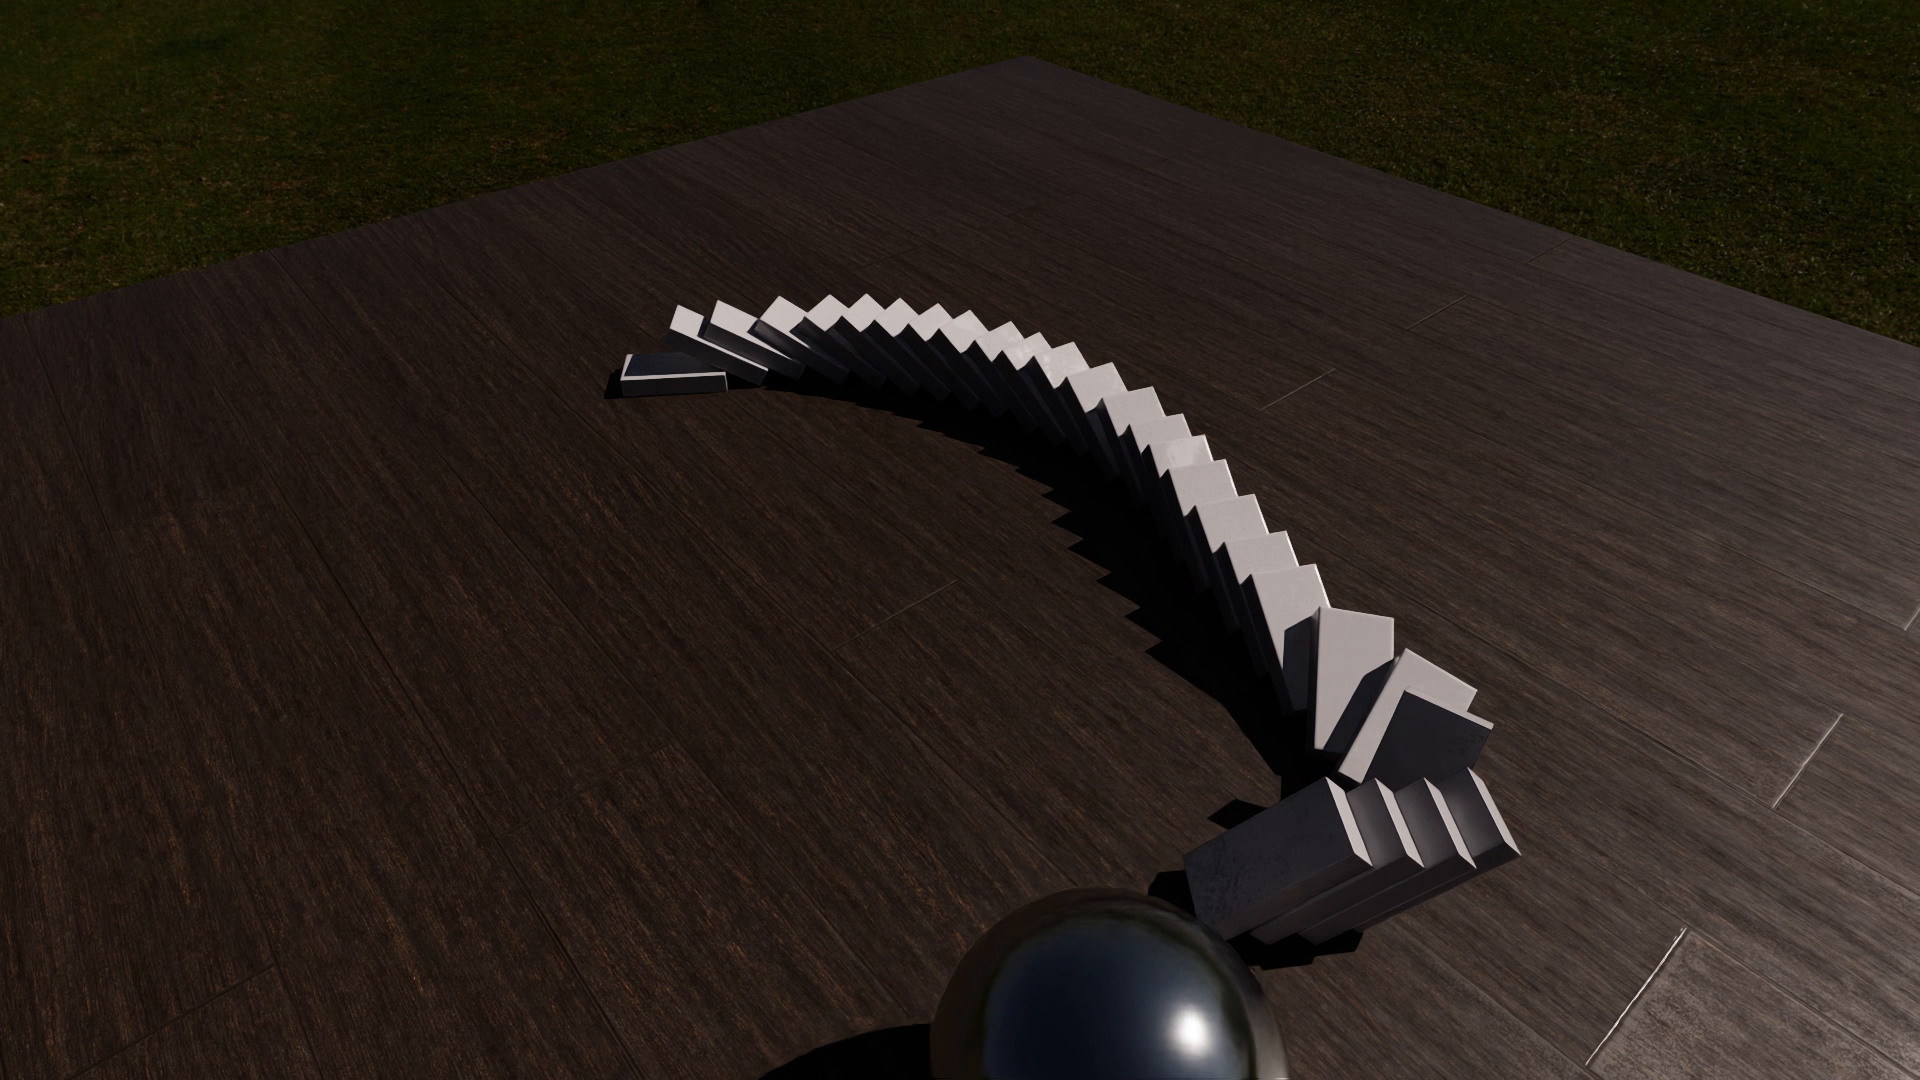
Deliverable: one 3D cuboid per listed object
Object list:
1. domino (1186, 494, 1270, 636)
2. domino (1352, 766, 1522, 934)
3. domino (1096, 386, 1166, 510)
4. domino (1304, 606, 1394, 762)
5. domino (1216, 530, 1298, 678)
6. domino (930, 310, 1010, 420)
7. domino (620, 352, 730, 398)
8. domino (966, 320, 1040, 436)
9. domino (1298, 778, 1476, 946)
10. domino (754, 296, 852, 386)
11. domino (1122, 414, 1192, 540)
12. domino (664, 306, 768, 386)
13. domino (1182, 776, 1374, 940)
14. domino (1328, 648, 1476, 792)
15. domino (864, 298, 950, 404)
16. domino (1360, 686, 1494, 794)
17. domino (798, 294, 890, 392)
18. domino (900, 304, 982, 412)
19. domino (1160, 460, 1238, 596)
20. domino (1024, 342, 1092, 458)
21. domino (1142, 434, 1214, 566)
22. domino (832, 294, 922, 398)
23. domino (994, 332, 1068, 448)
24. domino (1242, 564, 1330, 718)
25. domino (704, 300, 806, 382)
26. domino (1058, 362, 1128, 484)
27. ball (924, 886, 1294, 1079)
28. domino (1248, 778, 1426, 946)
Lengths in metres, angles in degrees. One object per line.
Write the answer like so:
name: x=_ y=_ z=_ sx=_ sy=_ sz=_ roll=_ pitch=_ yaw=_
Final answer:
domino: x=0.106 y=0.009 z=0.414 sx=0.025 sy=0.010 sz=0.050 roll=-10 pitch=70 yaw=-12
domino: x=0.128 y=0.088 z=0.311 sx=0.050 sy=0.010 sz=0.025 roll=-38 pitch=32 yaw=25
domino: x=0.079 y=-0.040 z=0.473 sx=0.025 sy=0.009 sz=0.050 roll=-14 pitch=72 yaw=-16
domino: x=0.130 y=0.049 z=0.366 sx=0.025 sy=0.009 sz=0.050 roll=9 pitch=65 yaw=4
domino: x=0.113 y=0.023 z=0.398 sx=0.025 sy=0.010 sz=0.050 roll=-9 pitch=68 yaw=-11
domino: x=0.011 y=-0.084 z=0.523 sx=0.050 sy=0.009 sz=0.025 roll=50 pitch=49 yaw=1
domino: x=-0.140 y=-0.083 z=0.544 sx=0.050 sy=0.010 sz=0.025 roll=-4 pitch=39 yaw=-5
domino: x=0.028 y=-0.076 z=0.515 sx=0.025 sy=0.009 sz=0.050 roll=-33 pitch=84 yaw=-33
domino: x=0.115 y=0.090 z=0.308 sx=0.050 sy=0.010 sz=0.025 roll=-38 pitch=32 yaw=25
domino: x=-0.074 y=-0.099 z=0.547 sx=0.050 sy=0.009 sz=0.025 roll=30 pitch=41 yaw=-7
domino: x=0.088 y=-0.027 z=0.458 sx=0.025 sy=0.010 sz=0.050 roll=-12 pitch=70 yaw=-14
domino: x=-0.119 y=-0.096 z=0.542 sx=0.050 sy=0.010 sz=0.025 roll=22 pitch=33 yaw=-19
domino: x=0.087 y=0.090 z=0.308 sx=0.050 sy=0.009 sz=0.025 roll=-38 pitch=32 yaw=25
domino: x=0.141 y=0.062 z=0.350 sx=0.025 sy=0.010 sz=0.050 roll=32 pitch=69 yaw=14
domino: x=-0.019 y=-0.092 z=0.534 sx=0.050 sy=0.009 sz=0.025 roll=43 pitch=46 yaw=-4
domino: x=0.134 y=0.072 z=0.326 sx=0.025 sy=0.050 sz=0.010 roll=26 pitch=14 yaw=26
domino: x=-0.052 y=-0.098 z=0.545 sx=0.050 sy=0.010 sz=0.025 roll=37 pitch=45 yaw=-2
domino: x=-0.003 y=-0.088 z=0.529 sx=0.050 sy=0.009 sz=0.025 roll=47 pitch=49 yaw=-1
domino: x=0.098 y=-0.005 z=0.430 sx=0.025 sy=0.009 sz=0.050 roll=-10 pitch=72 yaw=-13
domino: x=0.053 y=-0.064 z=0.499 sx=0.025 sy=0.009 sz=0.050 roll=-24 pitch=79 yaw=-33
domino: x=0.093 y=-0.016 z=0.443 sx=0.025 sy=0.010 sz=0.050 roll=-10 pitch=72 yaw=-13
domino: x=-0.035 y=-0.095 z=0.538 sx=0.050 sy=0.009 sz=0.025 roll=42 pitch=45 yaw=-6
domino: x=0.040 y=-0.069 z=0.507 sx=0.025 sy=0.009 sz=0.050 roll=-31 pitch=83 yaw=-33
domino: x=0.118 y=0.035 z=0.383 sx=0.025 sy=0.010 sz=0.050 roll=-8 pitch=67 yaw=-11
domino: x=-0.100 y=-0.099 z=0.545 sx=0.050 sy=0.010 sz=0.025 roll=23 pitch=33 yaw=-18
domino: x=0.066 y=-0.052 z=0.486 sx=0.025 sy=0.010 sz=0.050 roll=-20 pitch=77 yaw=-23
ball: x=0.032 y=0.119 z=0.243 sx=0.080 sy=0.080 sz=0.080 roll=0 pitch=39 yaw=0
domino: x=0.101 y=0.090 z=0.308 sx=0.050 sy=0.010 sz=0.025 roll=-38 pitch=32 yaw=25
